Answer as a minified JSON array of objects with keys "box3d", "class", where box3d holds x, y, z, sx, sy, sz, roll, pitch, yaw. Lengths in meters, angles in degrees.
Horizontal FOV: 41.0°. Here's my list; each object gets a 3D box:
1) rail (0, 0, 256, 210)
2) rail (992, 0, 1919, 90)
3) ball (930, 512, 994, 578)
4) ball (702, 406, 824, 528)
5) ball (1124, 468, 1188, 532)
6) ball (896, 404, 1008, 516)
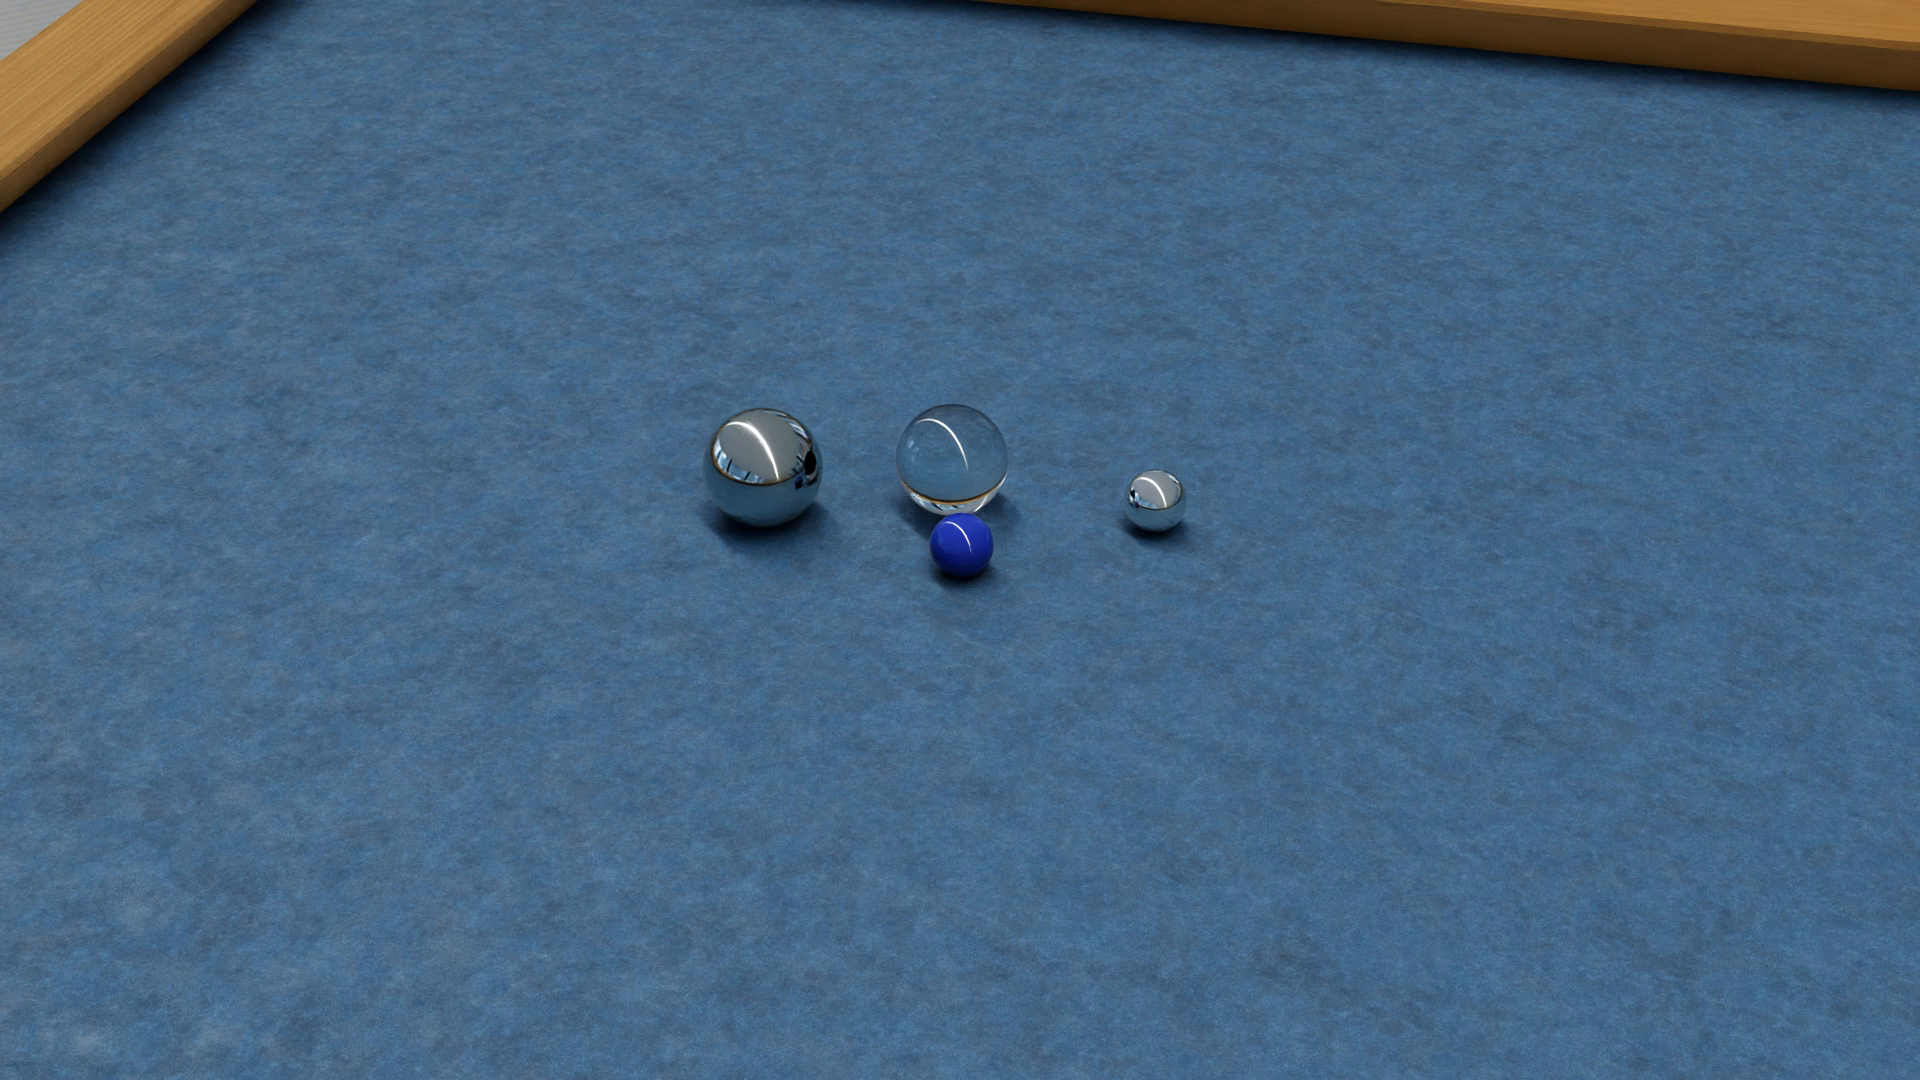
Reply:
[{"box3d":[-0.967,-0.160,2.077,0.045,0.129,2.162,8,35,11],"class":"rail"},{"box3d":[1.244,-0.466,2.525,4.080,0.129,0.045,8,35,11],"class":"rail"},{"box3d":[0.001,0.004,1.909,0.048,0.048,0.048,0,34,0],"class":"ball"},{"box3d":[-0.150,-0.055,1.958,0.092,0.092,0.092,0,34,0],"class":"ball"},{"box3d":[0.149,-0.030,1.959,0.049,0.049,0.049,0,34,0],"class":"ball"},{"box3d":[-0.006,-0.061,1.971,0.087,0.087,0.087,0,34,0],"class":"ball"}]
